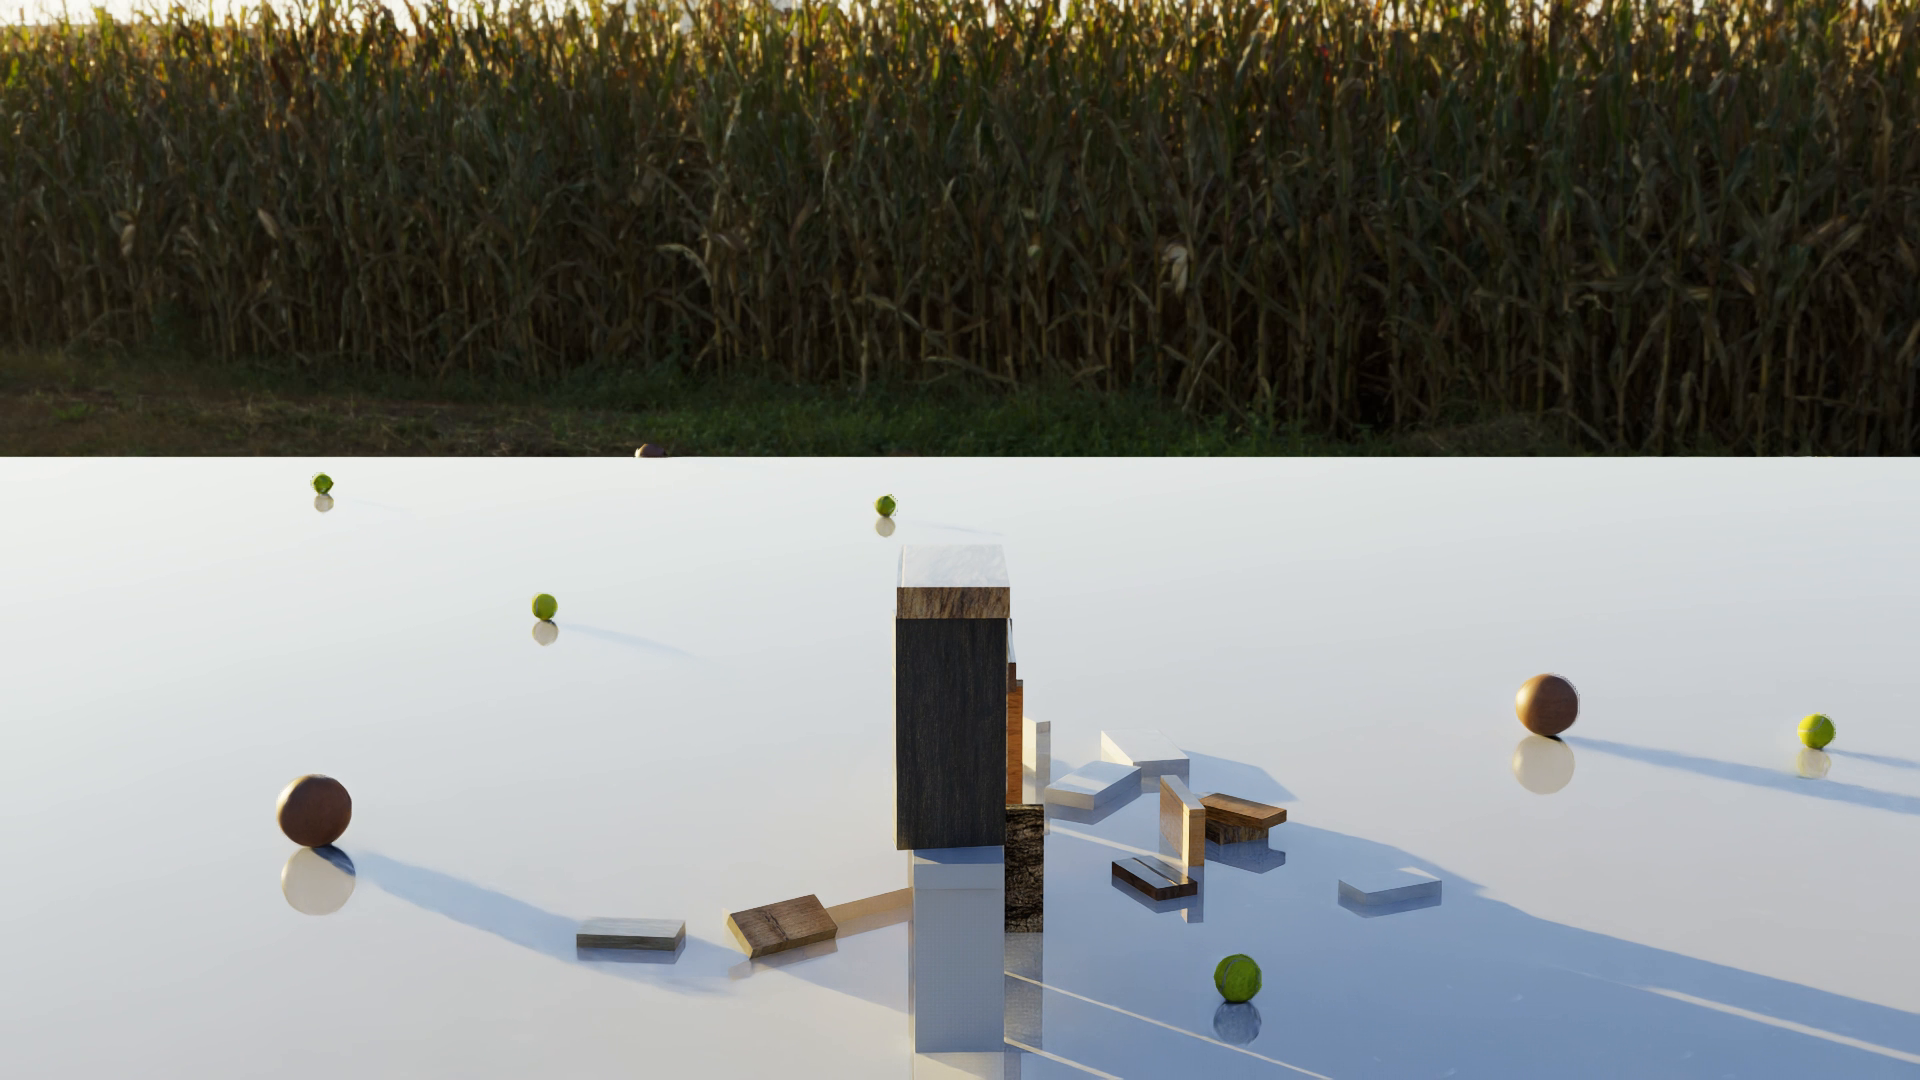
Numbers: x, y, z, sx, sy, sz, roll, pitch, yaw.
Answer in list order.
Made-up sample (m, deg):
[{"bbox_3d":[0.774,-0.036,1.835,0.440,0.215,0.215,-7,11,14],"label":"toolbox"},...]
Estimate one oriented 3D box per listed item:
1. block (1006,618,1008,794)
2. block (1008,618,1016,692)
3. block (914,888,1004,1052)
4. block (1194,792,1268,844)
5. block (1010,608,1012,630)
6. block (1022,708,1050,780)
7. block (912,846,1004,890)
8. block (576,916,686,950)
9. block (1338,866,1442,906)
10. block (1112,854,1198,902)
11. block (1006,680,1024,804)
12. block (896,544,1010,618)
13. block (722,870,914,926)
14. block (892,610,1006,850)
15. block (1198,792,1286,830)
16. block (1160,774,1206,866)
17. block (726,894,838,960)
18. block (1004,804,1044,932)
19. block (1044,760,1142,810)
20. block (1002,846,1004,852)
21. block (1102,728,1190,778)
[{"bbox_3d":[-0.009,0.217,3.172,0.152,0.303,0.043,5,12,24],"label":"block"},{"bbox_3d":[0.000,0.191,3.738,0.177,0.050,0.355,0,11,-1],"label":"block"},{"bbox_3d":[-0.001,0.583,3.031,0.123,0.246,0.035,0,11,-1],"label":"block"},{"bbox_3d":[0.466,0.508,4.028,0.103,0.029,0.206,-5,12,-24],"label":"block"},{"bbox_3d":[0.005,0.132,4.090,0.174,0.049,0.348,0,10,-1],"label":"block"},{"bbox_3d":[0.110,0.393,4.409,0.033,0.117,0.233,-5,12,-26],"label":"block"},{"bbox_3d":[-0.005,0.431,3.085,0.123,0.035,0.246,0,11,-2],"label":"block"},{"bbox_3d":[-0.516,0.618,3.456,0.156,0.022,0.078,1,11,6],"label":"block"},{"bbox_3d":[0.719,0.578,3.673,0.154,0.022,0.077,-5,12,-25],"label":"block"},{"bbox_3d":[0.328,0.570,3.715,0.077,0.022,0.154,-5,12,-25],"label":"block"},{"bbox_3d":[0.016,0.410,3.668,0.177,0.355,0.050,0,10,2],"label":"block"},{"bbox_3d":[-0.011,0.056,3.088,0.152,0.043,0.303,0,11,-1],"label":"block"},{"bbox_3d":[-0.229,0.593,3.572,0.302,0.029,0.102,-8,13,-36],"label":"block"},{"bbox_3d":[-0.015,0.258,3.018,0.152,0.329,0.043,-2,11,-8],"label":"block"},{"bbox_3d":[0.505,0.491,3.981,0.154,0.022,0.077,9,14,42],"label":"block"},{"bbox_3d":[0.393,0.495,3.896,0.029,0.103,0.206,-2,11,-9],"label":"block"},{"bbox_3d":[-0.278,0.604,3.441,0.156,0.022,0.078,-8,41,-36],"label":"block"},{"bbox_3d":[0.081,0.520,3.486,0.102,0.203,0.029,0,11,0],"label":"block"},{"bbox_3d":[0.258,0.470,4.233,0.103,0.029,0.213,6,12,29],"label":"block"},{"bbox_3d":[0.000,0.554,3.192,0.123,0.246,0.035,0,10,0],"label":"block"},{"bbox_3d":[0.373,0.429,4.445,0.117,0.033,0.233,-2,11,-11],"label":"block"}]
